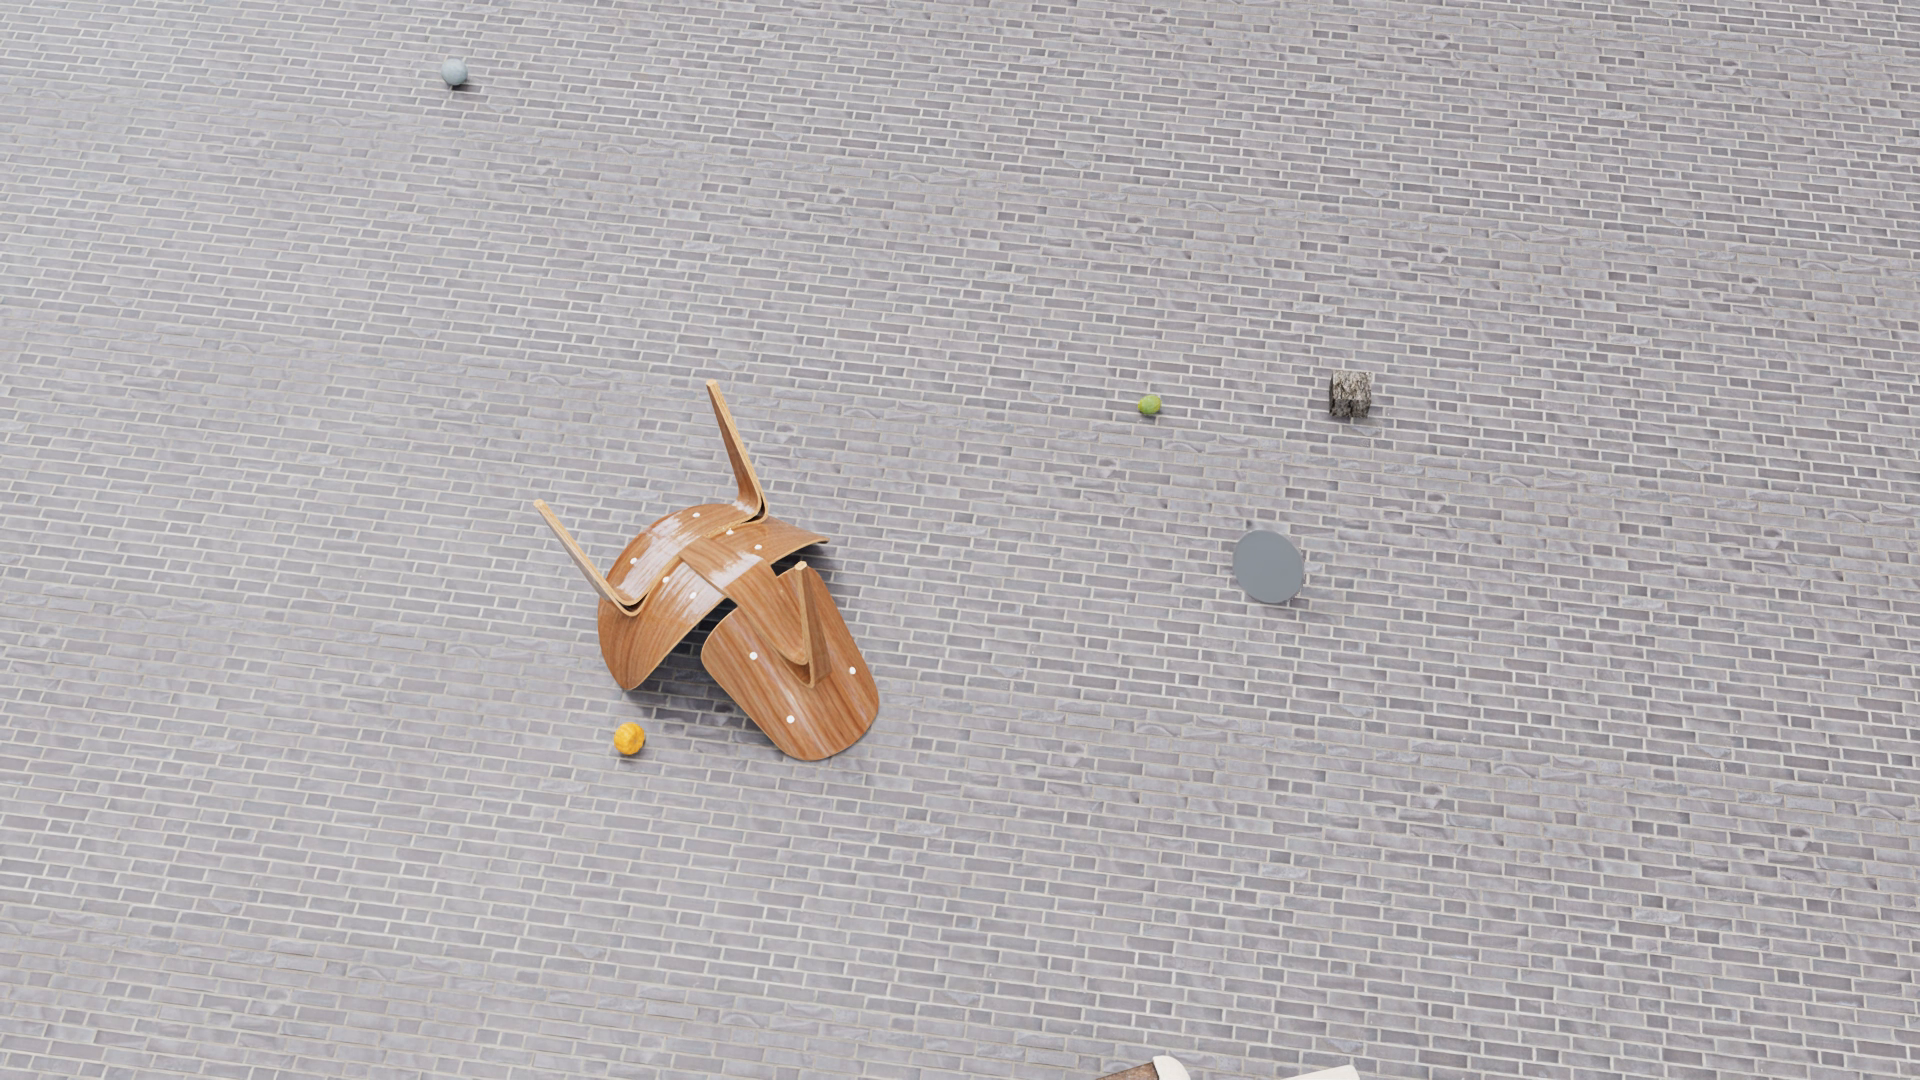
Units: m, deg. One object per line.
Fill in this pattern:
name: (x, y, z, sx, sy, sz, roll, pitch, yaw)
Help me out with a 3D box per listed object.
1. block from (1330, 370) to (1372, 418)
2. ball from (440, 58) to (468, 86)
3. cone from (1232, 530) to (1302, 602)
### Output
block: (1.211, -0.453, 6.825, 0.116, 0.088, 0.113, 4, 56, 3)
ball: (-1.749, -1.619, 7.604, 0.092, 0.092, 0.092, 0, 56, 0)
cone: (0.948, 0.056, 6.479, 0.231, 0.220, 0.181, 13, 20, 34)
